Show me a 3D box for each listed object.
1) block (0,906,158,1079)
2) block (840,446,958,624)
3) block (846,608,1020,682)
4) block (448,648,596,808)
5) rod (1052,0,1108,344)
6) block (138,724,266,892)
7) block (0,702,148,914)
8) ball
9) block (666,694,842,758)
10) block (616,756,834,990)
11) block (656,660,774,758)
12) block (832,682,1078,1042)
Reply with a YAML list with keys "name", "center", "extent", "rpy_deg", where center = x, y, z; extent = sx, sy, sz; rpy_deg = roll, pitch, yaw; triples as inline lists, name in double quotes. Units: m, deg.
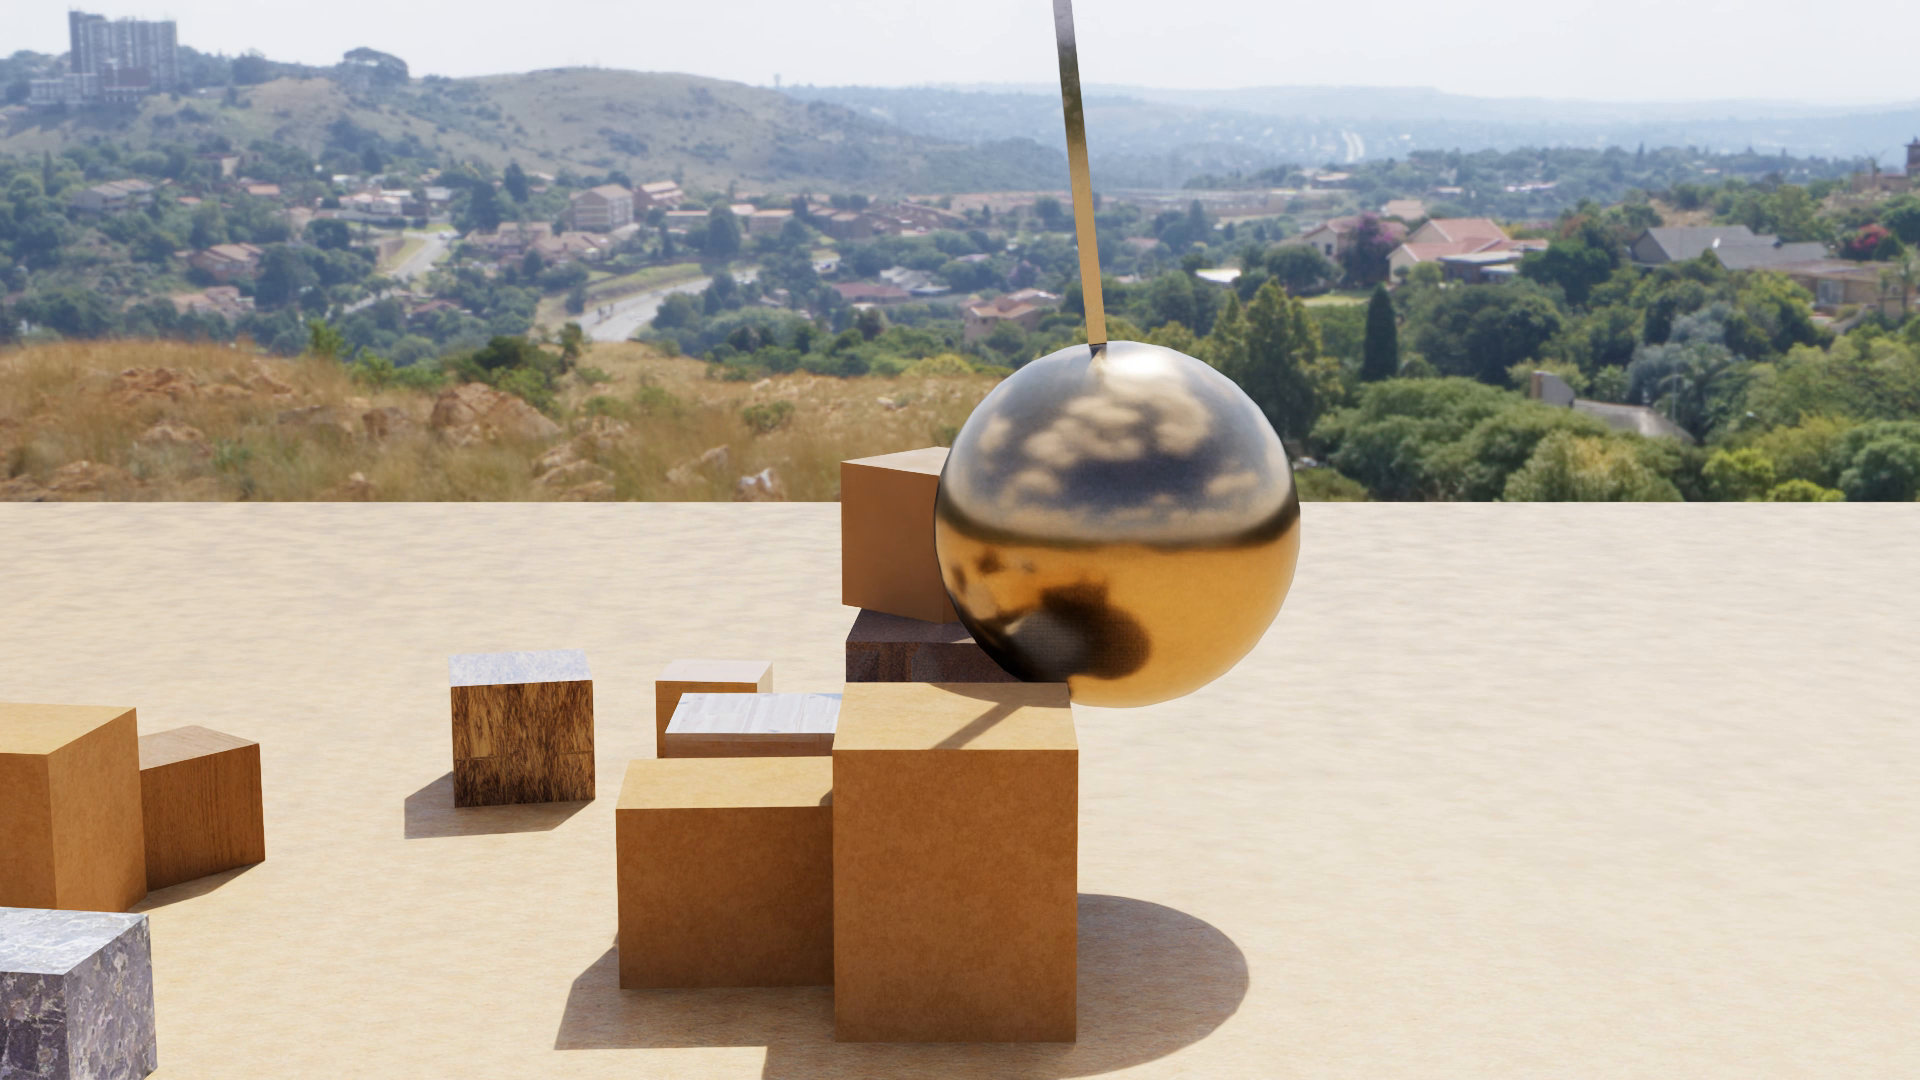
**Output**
- name: "block"
  center: [-3.261, 1.652, 8.874]
  extent: [0.701, 0.574, 0.622]
  rpy_deg: [2, 10, 8]
- name: "block"
  center: [-0.099, -0.037, 12.493]
  extent: [0.669, 0.705, 0.683]
  rpy_deg: [9, 14, 41]
- name: "block"
  center: [-0.054, 0.849, 12.244]
  extent: [0.882, 0.949, 0.958]
  rpy_deg: [1, 10, 3]
- name: "block"
  center: [-2.188, 0.927, 12.782]
  extent: [0.678, 0.603, 0.695]
  rpy_deg: [-2, 11, -12]
- name: "rod"
  center: [0.295, -3.390, 10.564]
  extent: [0.080, 5.200, 0.080]
  rpy_deg: [-6, 10, 1]
- name: "block"
  center: [-3.535, 1.192, 11.476]
  extent: [0.511, 0.549, 0.622]
  rpy_deg: [9, 13, 40]
- name: "block"
  center: [-4.006, 1.185, 10.696]
  extent: [0.885, 0.842, 0.781]
  rpy_deg: [1, 10, 8]
- name: "ball"
  center: [0.681, -0.066, 11.168]
  extent: [1.600, 1.600, 1.600]
  rpy_deg: [0, 10, 0]
- name: "block"
  center: [-0.877, 1.118, 11.394]
  extent: [0.770, 0.724, 0.715]
  rpy_deg: [0, 10, 0]
- name: "block"
  center: [-0.909, 1.319, 10.280]
  extent: [0.864, 0.726, 0.727]
  rpy_deg: [-1, 10, -3]
- name: "block"
  center: [-1.268, 0.902, 13.313]
  extent: [0.525, 0.461, 0.482]
  rpy_deg: [1, 10, 5]
- name: "block"
  center: [-0.016, 1.207, 9.825]
  extent: [0.886, 1.110, 1.026]
  rpy_deg: [0, 10, 0]
